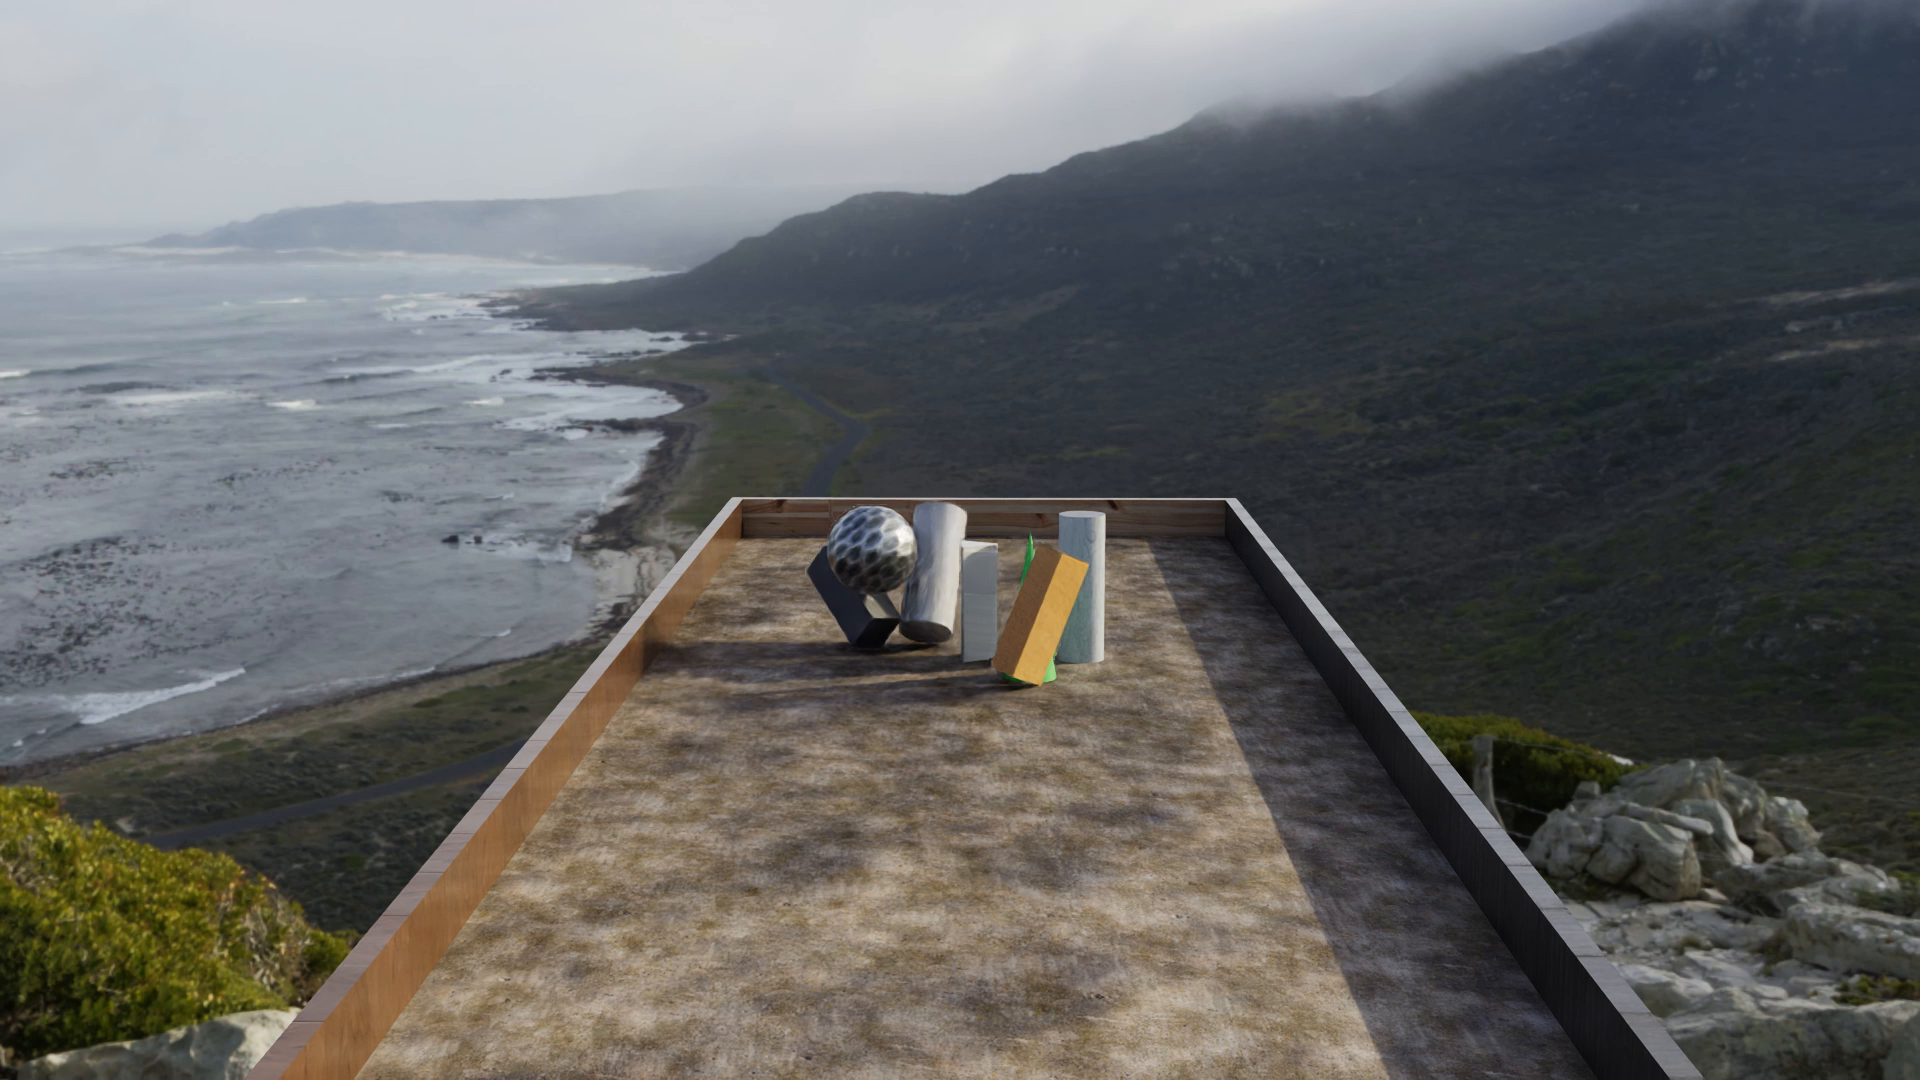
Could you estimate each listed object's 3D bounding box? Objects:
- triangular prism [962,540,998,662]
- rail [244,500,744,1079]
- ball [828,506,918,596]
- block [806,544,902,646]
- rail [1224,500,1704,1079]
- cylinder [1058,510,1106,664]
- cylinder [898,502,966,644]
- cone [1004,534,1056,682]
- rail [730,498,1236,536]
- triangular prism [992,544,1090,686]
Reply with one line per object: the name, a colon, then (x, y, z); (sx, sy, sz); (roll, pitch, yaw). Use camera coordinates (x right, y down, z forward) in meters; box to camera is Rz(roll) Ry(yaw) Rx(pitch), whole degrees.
triangular prism: (0.033, 0.184, 6.719); (0.126, 0.354, 0.109); (-5, 10, -31)
rail: (-1.004, 0.839, 3.234); (0.050, 0.150, 12.000); (0, 9, 1)
ball: (-0.269, 0.032, 6.769); (0.278, 0.278, 0.278); (0, 9, 0)
block: (-0.335, 0.173, 6.911); (0.126, 0.126, 0.323); (4, 42, -45)
rail: (1.046, 0.843, 3.208); (0.050, 0.150, 12.000); (0, 9, 1)
cylinder: (0.370, 0.142, 6.690); (0.141, 0.446, 0.141); (0, 9, 0)
cylinder: (-0.086, 0.102, 6.967); (0.170, 0.418, 0.170); (6, -27, 3)
cone: (0.205, 0.188, 6.432); (0.157, 0.436, 0.157); (0, 9, 0)
rail: (0.099, -0.098, 9.147); (2.100, 0.150, 0.050); (0, 9, 1)
triangular prism: (0.210, 0.208, 6.333); (0.135, 0.378, 0.156); (22, 1, 37)
